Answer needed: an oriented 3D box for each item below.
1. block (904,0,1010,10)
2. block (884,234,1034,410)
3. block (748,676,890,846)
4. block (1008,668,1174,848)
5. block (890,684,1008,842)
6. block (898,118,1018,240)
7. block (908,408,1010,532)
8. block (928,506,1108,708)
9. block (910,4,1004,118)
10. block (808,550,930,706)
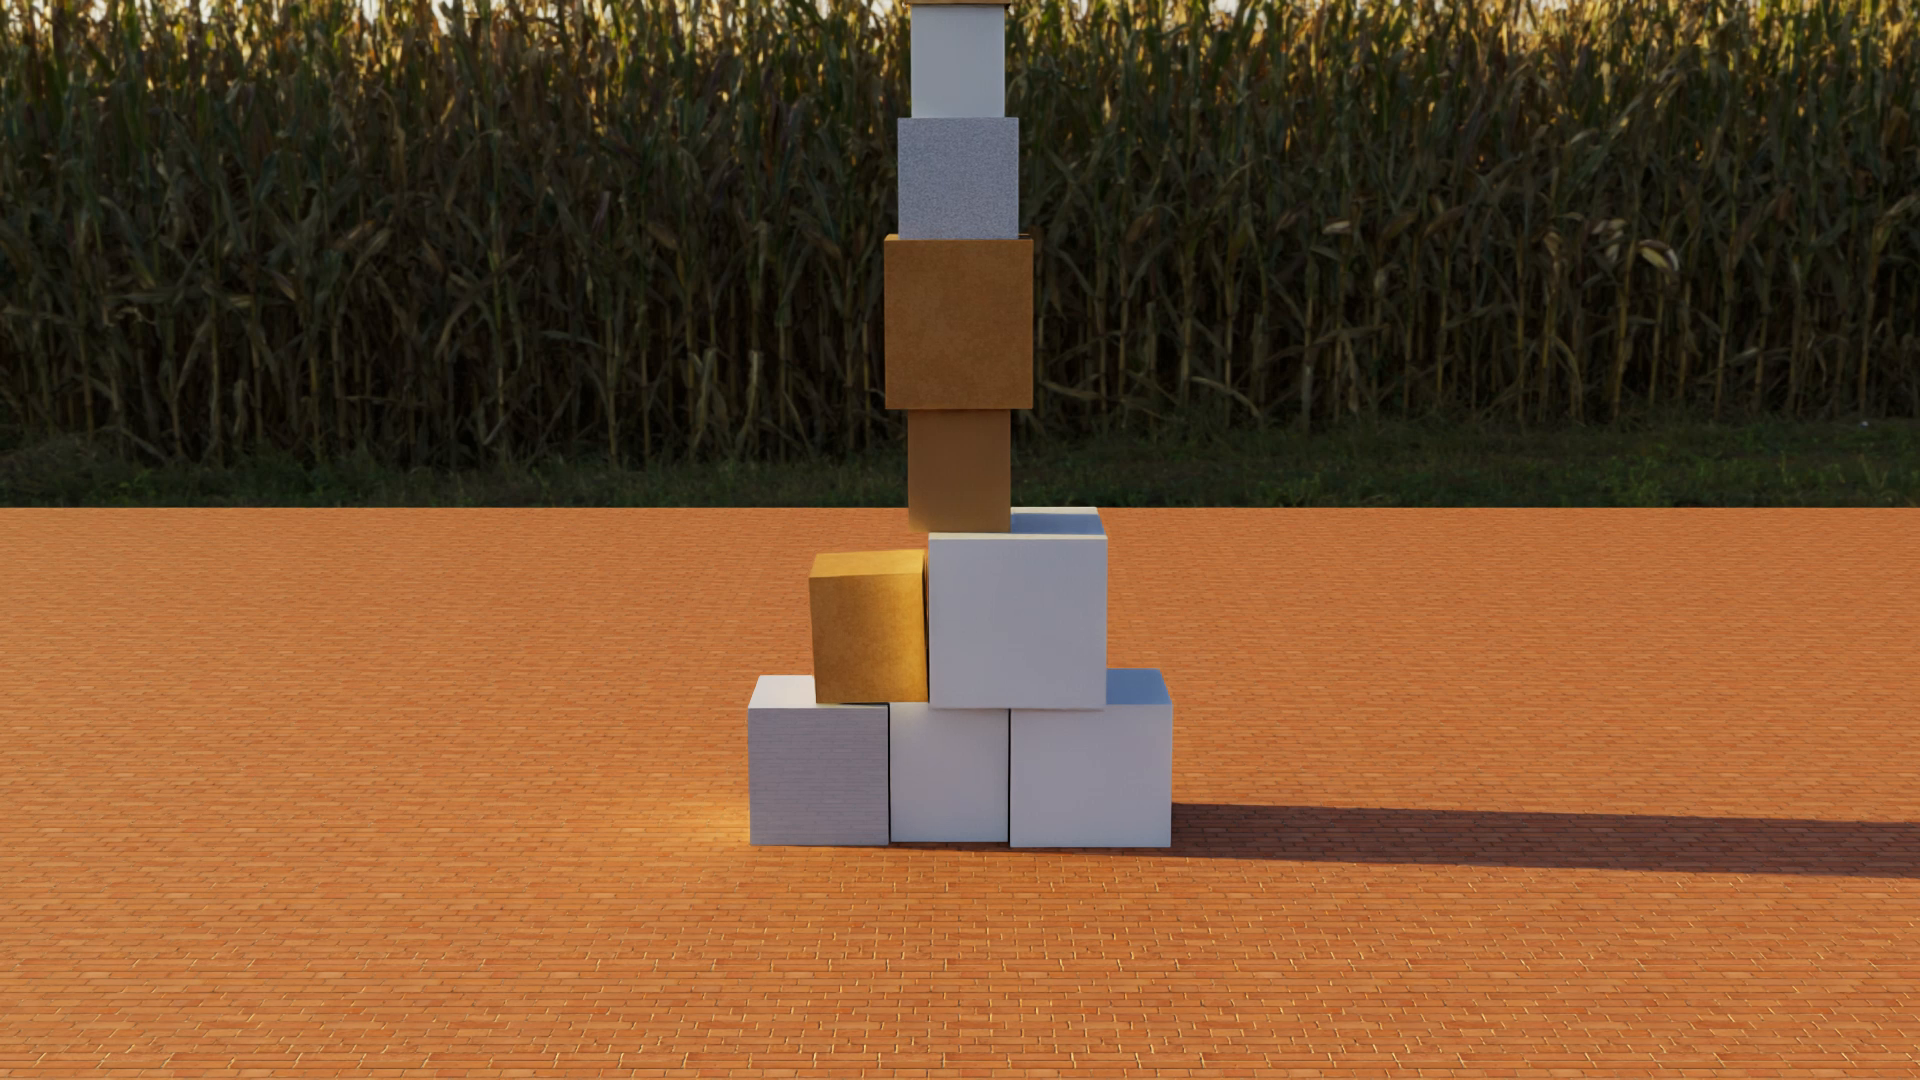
[{"bbox_3d":[-0.012,-2.861,10.643,0.502,0.544,0.508,0,10,0],"label":"block"},{"bbox_3d":[-0.006,-1.104,10.991,0.718,0.813,0.742,0,10,0],"label":"block"},{"bbox_3d":[-0.710,1.128,11.368,0.699,0.713,0.683,0,10,0],"label":"block"},{"bbox_3d":[0.656,1.114,11.374,0.806,0.738,0.763,0,10,0],"label":"block"},{"bbox_3d":[-0.054,1.119,11.378,0.594,0.728,0.593,0,10,0],"label":"block"},{"bbox_3d":[-0.008,-1.788,10.861,0.582,0.580,0.525,0,10,0],"label":"block"},{"bbox_3d":[-0.004,-0.397,11.126,0.507,0.626,0.575,0,10,0],"label":"block"},{"bbox_3d":[0.285,0.328,11.256,0.872,0.850,0.952,0,10,0],"label":"block"},{"bbox_3d":[-0.010,-2.335,10.759,0.449,0.532,0.448,0,10,0],"label":"block"},{"bbox_3d":[-0.456,0.438,11.278,0.562,0.654,0.632,-3,10,0],"label":"block"}]
